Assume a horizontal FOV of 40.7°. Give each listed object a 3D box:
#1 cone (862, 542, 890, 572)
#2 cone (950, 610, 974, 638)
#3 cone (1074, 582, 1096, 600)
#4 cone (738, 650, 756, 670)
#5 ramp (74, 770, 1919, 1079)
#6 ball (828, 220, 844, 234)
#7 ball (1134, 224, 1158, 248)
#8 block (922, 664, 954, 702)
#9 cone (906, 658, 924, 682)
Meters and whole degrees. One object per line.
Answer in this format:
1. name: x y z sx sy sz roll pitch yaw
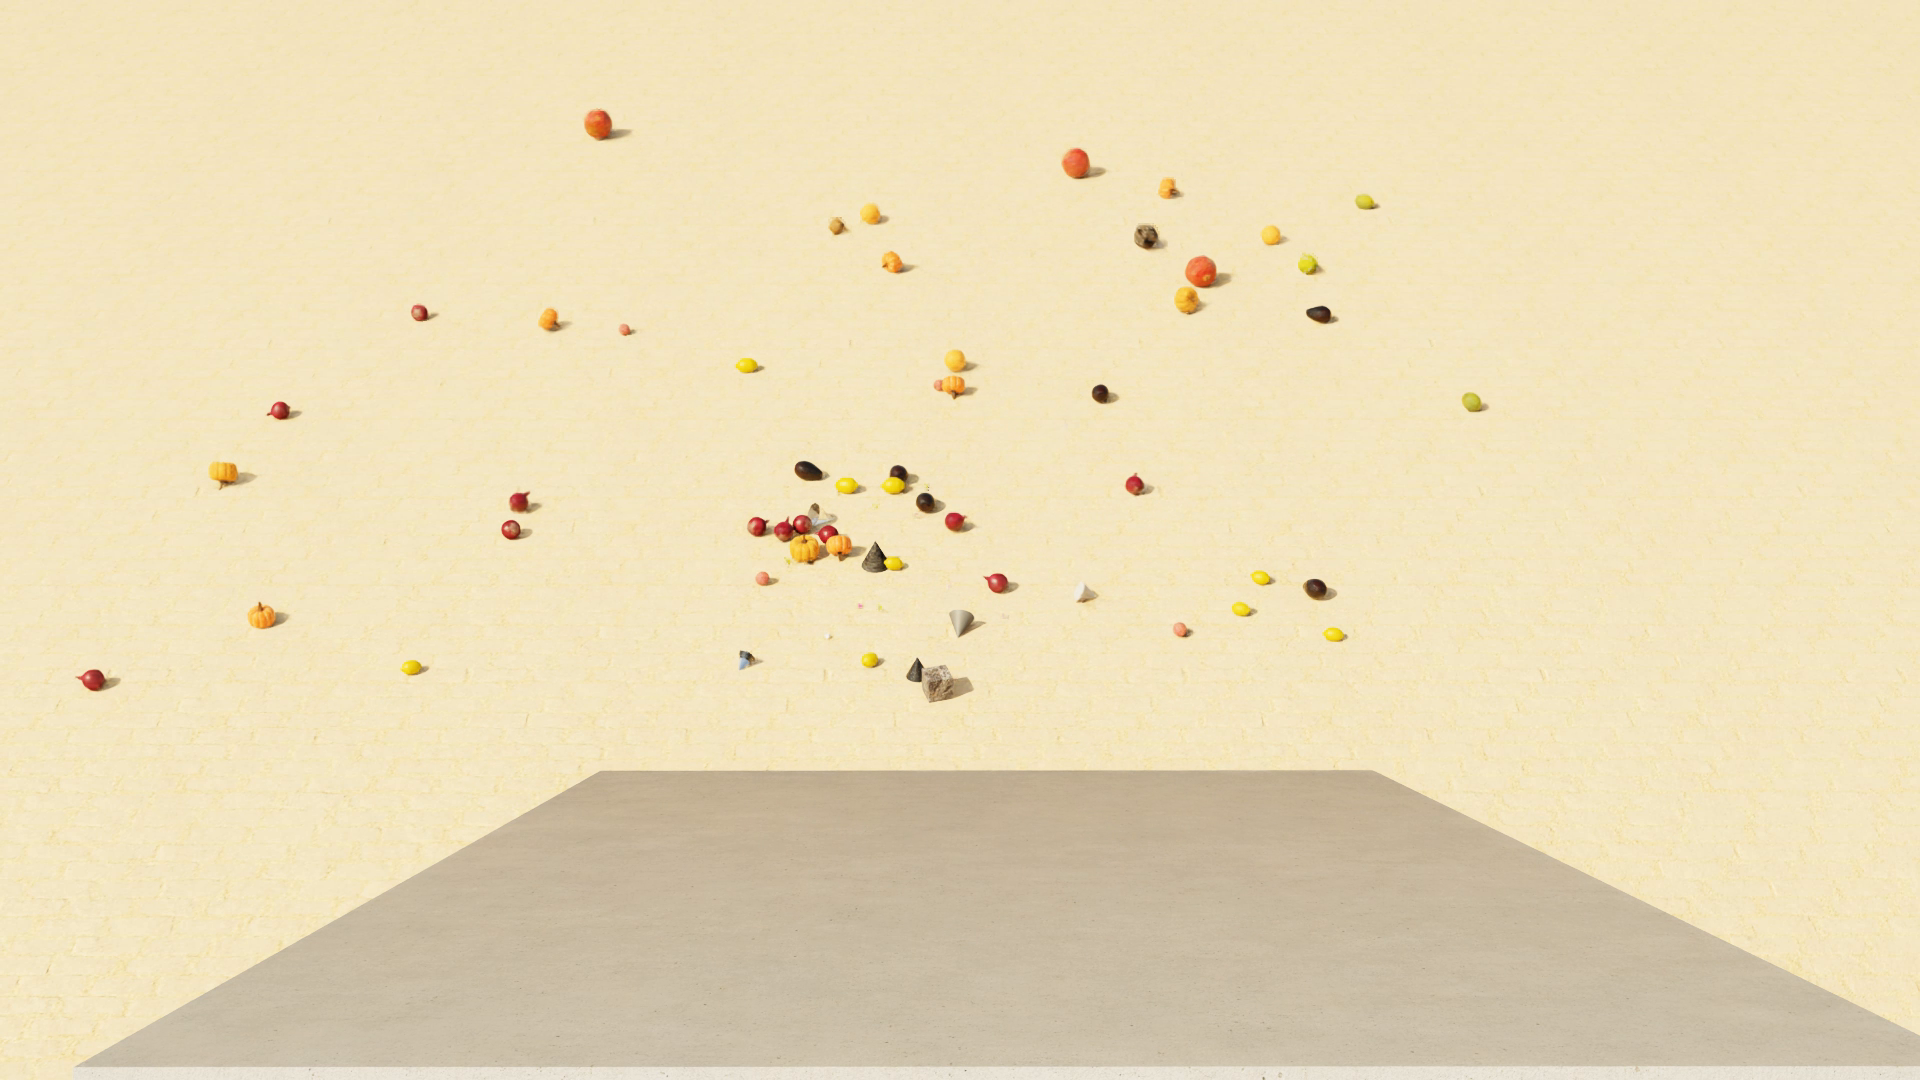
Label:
1. cone: -0.250 0.038 7.691 0.087 0.087 0.087 0 32 0
2. cone: -0.001 0.249 7.400 0.075 0.075 0.075 5 59 8
3. cone: 0.373 0.160 7.550 0.059 0.059 0.059 24 28 -16
4. cone: -0.607 0.345 7.255 0.052 0.052 0.052 15 62 23
5. ramp: 0.071 0.624 4.711 2.000 0.100 4.000 0 -1 0
6. ball: -0.462 -1.169 9.668 0.056 0.056 0.056 0 32 0
7. ball: 0.684 -1.120 9.556 0.089 0.089 0.089 0 32 0
8. block: -0.062 0.395 7.131 0.069 0.069 0.069 -9 33 -15
9. cone: -0.118 0.351 7.206 0.065 0.065 0.065 0 32 0
